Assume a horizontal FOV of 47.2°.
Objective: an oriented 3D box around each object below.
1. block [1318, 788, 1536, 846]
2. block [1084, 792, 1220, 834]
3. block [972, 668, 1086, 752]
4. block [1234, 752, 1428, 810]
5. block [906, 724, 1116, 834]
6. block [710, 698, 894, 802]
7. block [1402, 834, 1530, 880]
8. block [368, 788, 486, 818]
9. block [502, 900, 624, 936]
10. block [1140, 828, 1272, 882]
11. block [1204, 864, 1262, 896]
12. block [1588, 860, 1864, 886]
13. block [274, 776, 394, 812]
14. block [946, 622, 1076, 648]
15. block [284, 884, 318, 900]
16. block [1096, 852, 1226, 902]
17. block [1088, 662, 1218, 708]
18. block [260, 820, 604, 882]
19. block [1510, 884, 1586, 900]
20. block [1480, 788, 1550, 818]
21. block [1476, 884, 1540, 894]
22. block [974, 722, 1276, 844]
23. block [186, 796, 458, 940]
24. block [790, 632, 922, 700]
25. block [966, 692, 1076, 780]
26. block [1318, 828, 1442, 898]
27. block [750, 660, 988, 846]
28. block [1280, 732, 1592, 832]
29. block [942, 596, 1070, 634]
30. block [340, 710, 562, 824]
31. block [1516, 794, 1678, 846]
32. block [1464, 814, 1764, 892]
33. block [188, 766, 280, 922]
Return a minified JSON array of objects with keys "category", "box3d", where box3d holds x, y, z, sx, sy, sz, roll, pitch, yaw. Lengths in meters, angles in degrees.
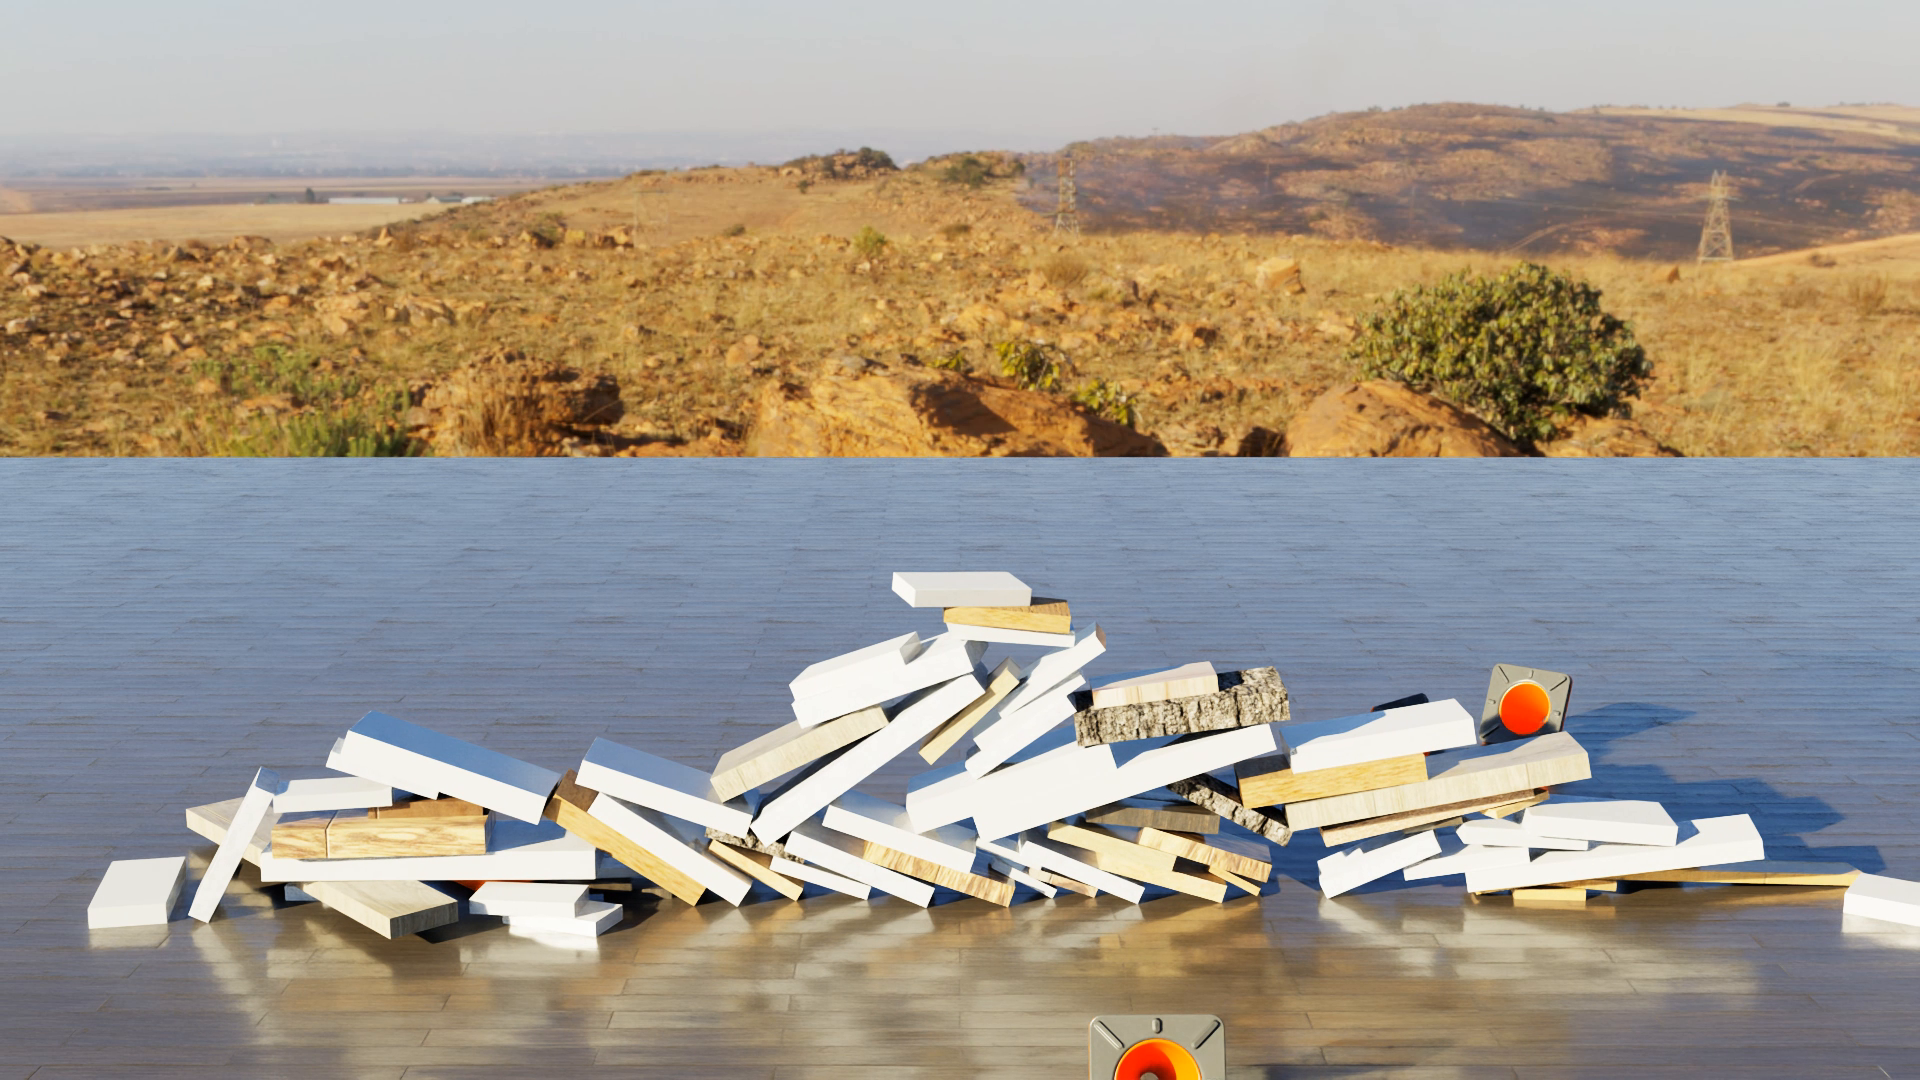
[{"category":"block","box3d":[0.768,0.442,3.646,0.347,0.028,0.098,-14,7,4]},{"category":"block","box3d":[0.316,0.447,3.646,0.217,0.031,0.108,6,9,-1]},{"category":"block","box3d":[0.112,0.269,3.613,0.202,0.029,0.101,-35,7,5]},{"category":"block","box3d":[0.609,0.382,3.636,0.299,0.042,0.149,-10,8,4]},{"category":"block","box3d":[0.083,0.387,3.638,0.343,0.049,0.171,-18,9,3]},{"category":"block","box3d":[-0.260,0.332,3.655,0.305,0.043,0.153,-25,8,6]},{"category":"block","box3d":[0.838,0.522,3.669,0.203,0.029,0.102,-9,11,7]},{"category":"block","box3d":[-0.875,0.431,3.624,0.183,0.026,0.091,-1,10,-7]},{"category":"block","box3d":[-0.639,0.602,3.538,0.171,0.024,0.086,4,11,21]},{"category":"block","box3d":[0.406,0.506,3.653,0.217,0.031,0.108,17,10,2]},{"category":"block","box3d":[0.457,0.560,3.674,0.097,0.014,0.049,26,10,9]},{"category":"block","box3d":[1.273,0.557,3.704,0.504,0.019,0.067,3,10,-8]},{"category":"block","box3d":[-1.017,0.412,3.577,0.183,0.026,0.091,-2,10,-12]},{"category":"block","box3d":[0.082,0.140,3.587,0.200,0.028,0.100,4,14,-6]},{"category":"block","box3d":[-1.029,0.577,3.673,0.171,0.024,0.085,0,11,2]},{"category":"block","box3d":[0.334,0.546,3.669,0.211,0.030,0.105,16,10,-3]},{"category":"block","box3d":[0.316,0.237,3.610,0.202,0.029,0.101,-8,10,1]},{"category":"block","box3d":[-0.864,0.513,3.642,0.535,0.047,0.167,0,10,-3]},{"category":"block","box3d":[0.979,0.582,3.667,0.115,0.016,0.058,1,11,4]},{"category":"block","box3d":[0.912,0.431,3.622,0.105,0.014,0.049,-17,12,-20]},{"category":"block","box3d":[0.915,0.566,3.672,0.115,0.016,0.058,-10,10,5]},{"category":"block","box3d":[0.266,0.377,3.633,0.499,0.049,0.171,-18,9,3]},{"category":"block","box3d":[-1.089,0.542,3.705,0.118,0.033,0.753,-9,14,-41]},{"category":"block","box3d":[-0.170,0.206,3.601,0.202,0.029,0.101,-19,9,19]},{"category":"block","box3d":[0.100,0.314,3.611,0.201,0.028,0.100,-35,7,7]},{"category":"block","box3d":[0.699,0.528,3.670,0.203,0.029,0.102,-25,9,12]},{"category":"block","box3d":[-0.147,0.342,3.626,0.444,0.043,0.153,-36,7,8]},{"category":"block","box3d":[0.775,0.397,3.626,0.489,0.042,0.149,-11,8,4]},{"category":"block","box3d":[0.075,0.115,3.566,0.202,0.029,0.101,5,14,-3]},{"category":"block","box3d":[-0.835,0.373,3.626,0.334,0.047,0.167,20,6,-4]},{"category":"block","box3d":[1.046,0.459,3.624,0.237,0.034,0.118,4,13,2]},{"category":"block","box3d":[1.072,0.517,3.634,0.469,0.034,0.118,-8,12,11]},{"category":"block","box3d":[-1.179,0.494,3.577,0.033,0.236,0.118,27,3,-16]}]
